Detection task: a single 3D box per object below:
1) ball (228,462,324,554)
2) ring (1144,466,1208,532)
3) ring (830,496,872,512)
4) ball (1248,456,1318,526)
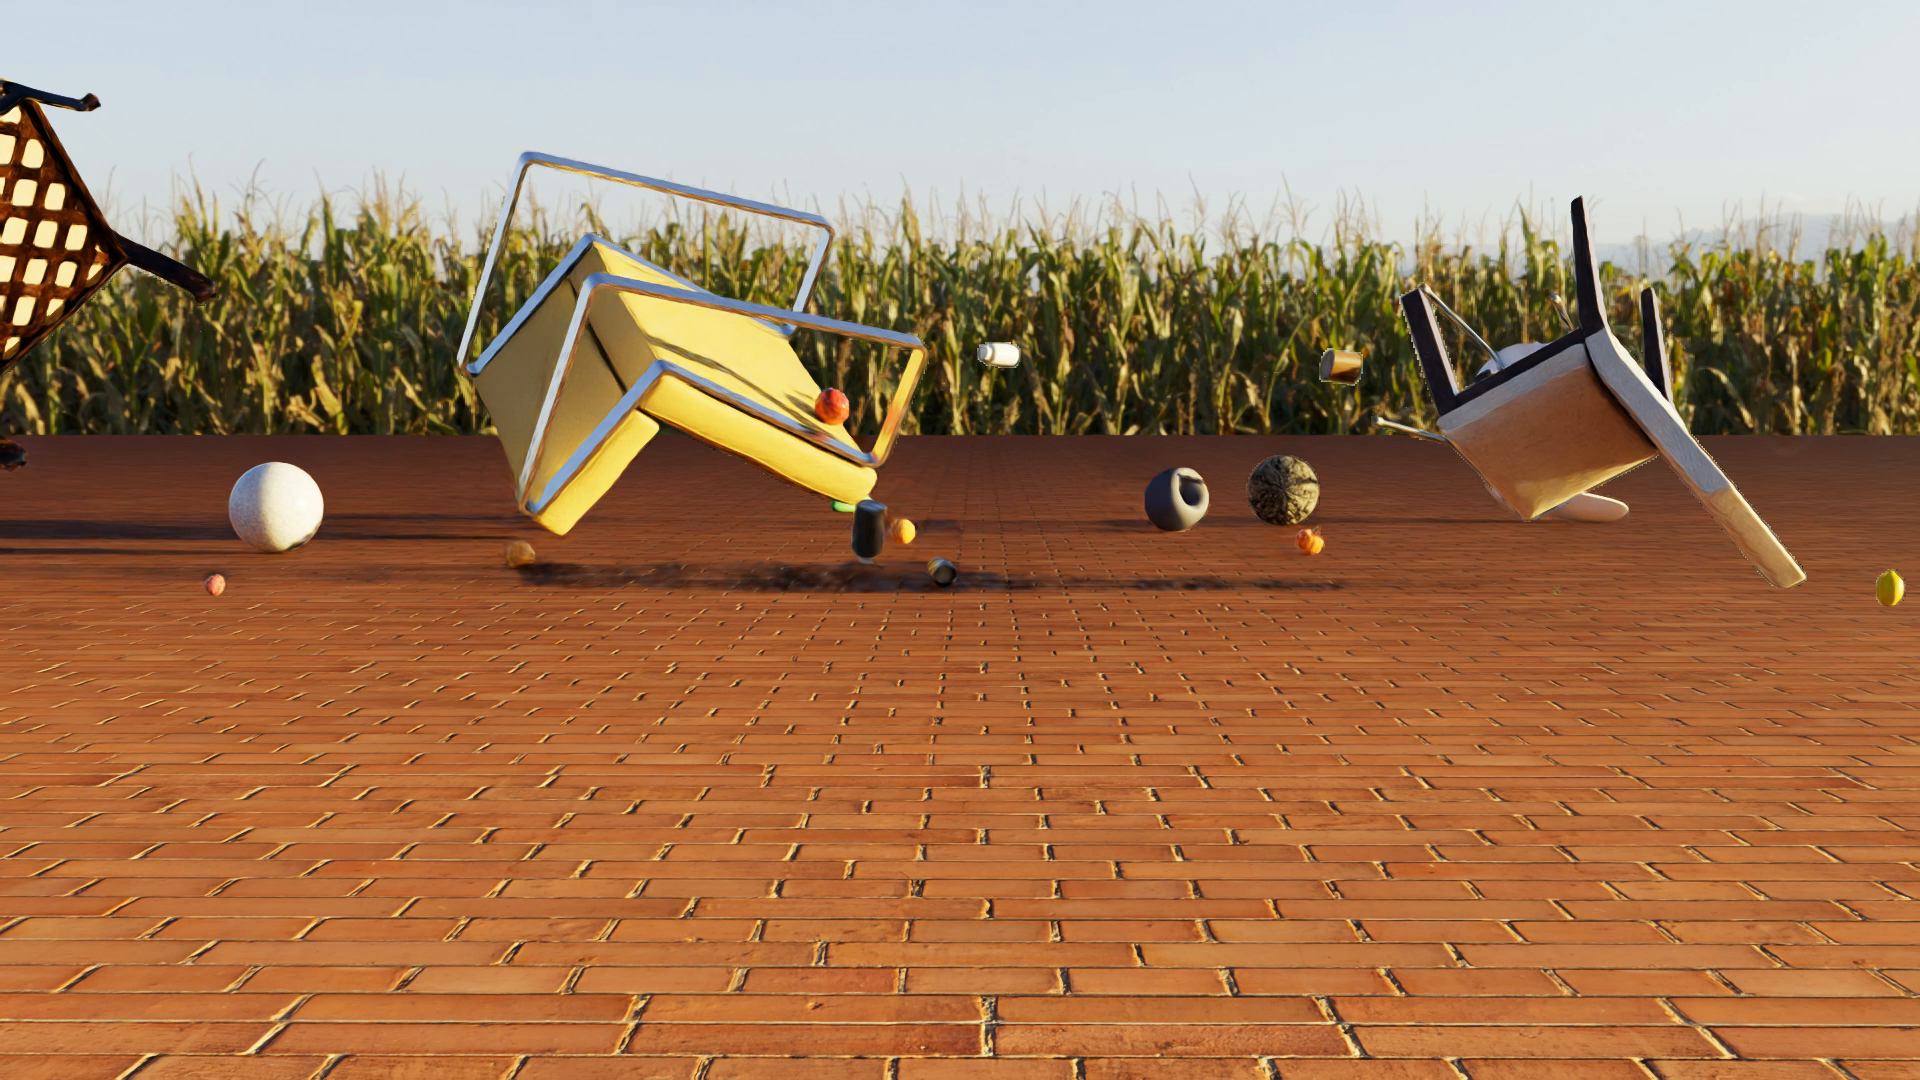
[{"bbox_3d":[-1.871,-0.089,6.017,0.249,0.249,0.249,0,4,0],"label":"ball"},{"bbox_3d":[0.681,-0.128,6.922,0.129,0.192,0.261,-29,5,35],"label":"ring"},{"bbox_3d":[-0.396,-0.133,8.062,0.180,0.057,0.062,-3,-5,-35],"label":"ring"},{"bbox_3d":[1.062,-0.161,7.221,0.230,0.230,0.230,0,4,0],"label":"ball"}]
